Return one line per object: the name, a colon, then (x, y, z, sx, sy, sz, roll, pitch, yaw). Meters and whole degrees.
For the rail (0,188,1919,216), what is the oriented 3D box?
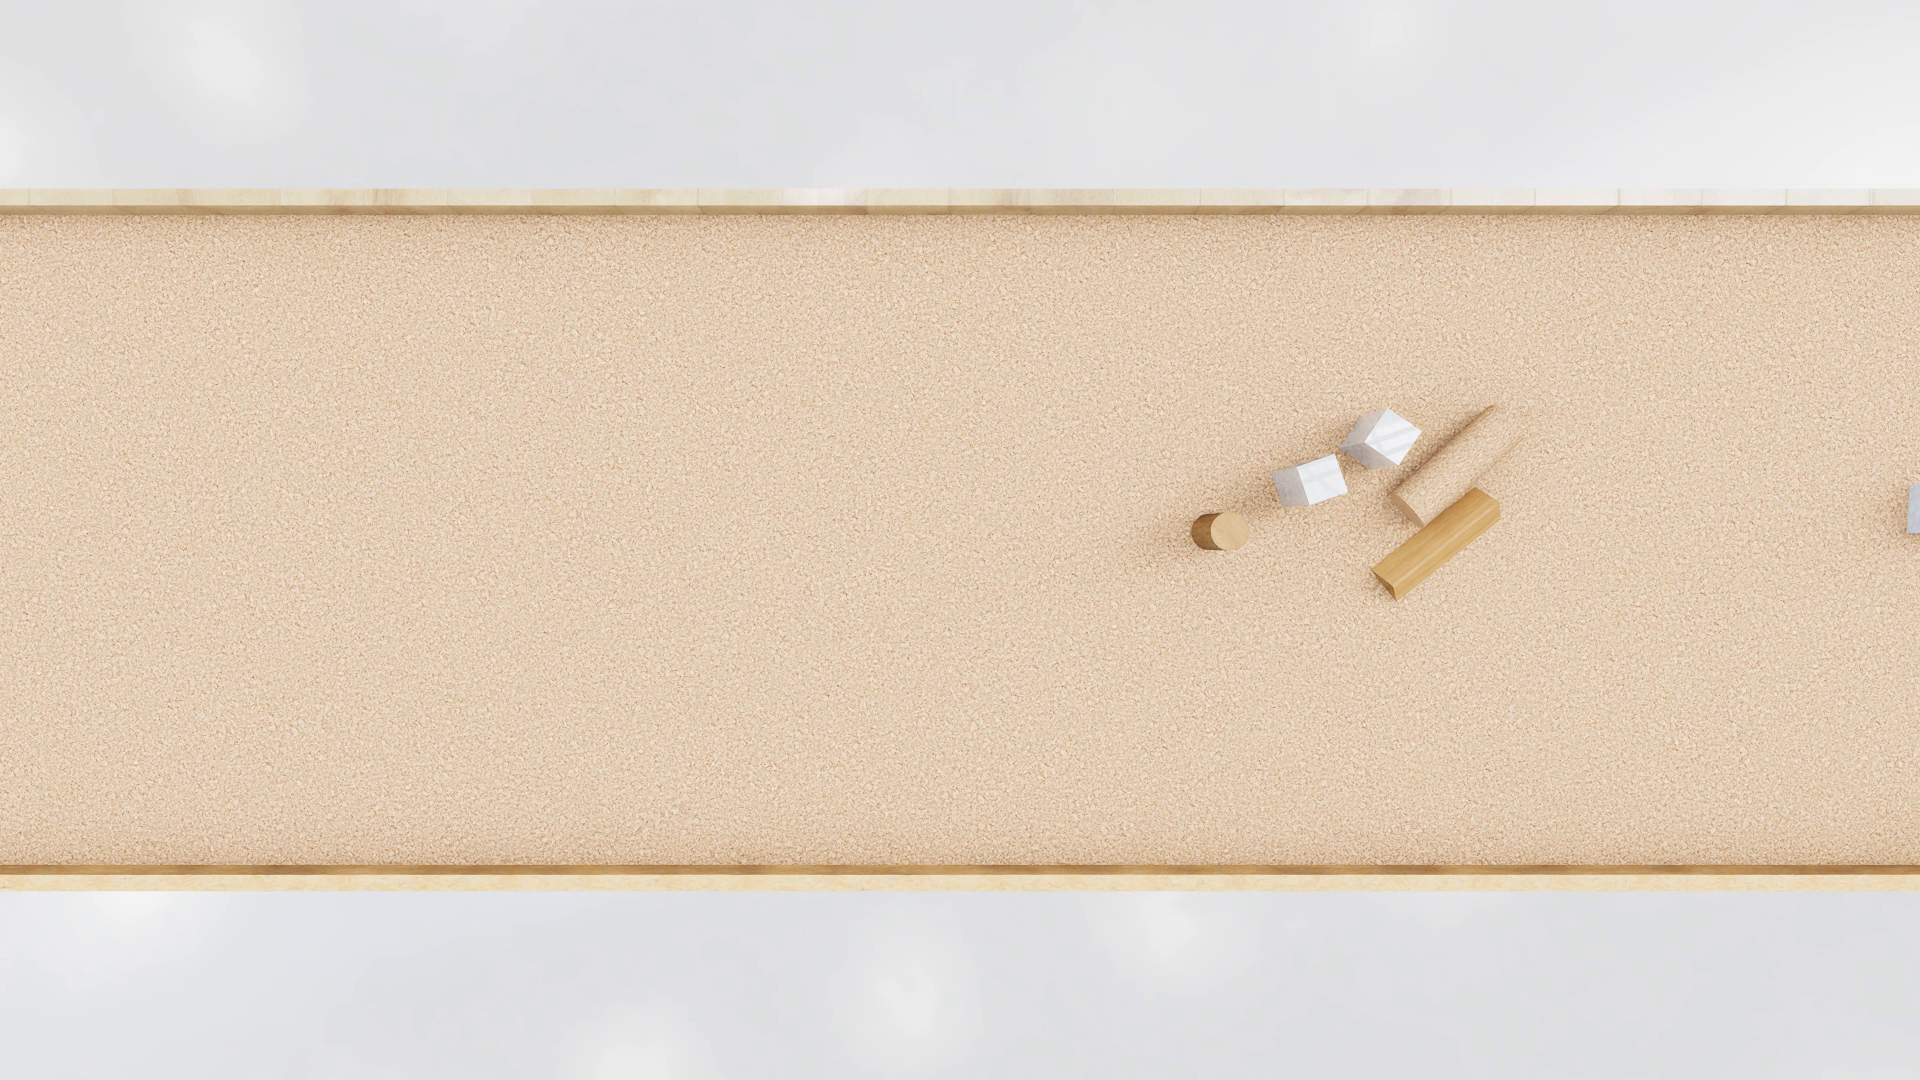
rail: (-2.247, -1.025, 5.002, 12.000, 0.150, 0.050, 0, 90, 0)

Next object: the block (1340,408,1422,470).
block: (1.250, -0.298, 4.919, 0.119, 0.315, 0.119, 34, 90, 0)

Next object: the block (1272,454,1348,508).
block: (1.030, -0.172, 4.882, 0.114, 0.390, 0.114, -19, 90, 0)

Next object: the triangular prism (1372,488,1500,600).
triangular prism: (1.463, 0.013, 5.019, 0.408, 0.108, 0.125, -38, 90, 0)

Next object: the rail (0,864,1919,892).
rail: (-2.247, 1.025, 5.001, 12.000, 0.150, 0.050, 0, 90, 0)

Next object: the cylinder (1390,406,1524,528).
cylinder: (1.507, -0.223, 5.005, 0.402, 0.144, 0.144, -41, 90, 0)

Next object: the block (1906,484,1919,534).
block: (3.080, -0.085, 5.003, 0.323, 0.148, 0.148, 4, 90, 0)

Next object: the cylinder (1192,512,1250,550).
cylinder: (0.767, -0.025, 4.879, 0.111, 0.395, 0.111, 0, 90, 0)
